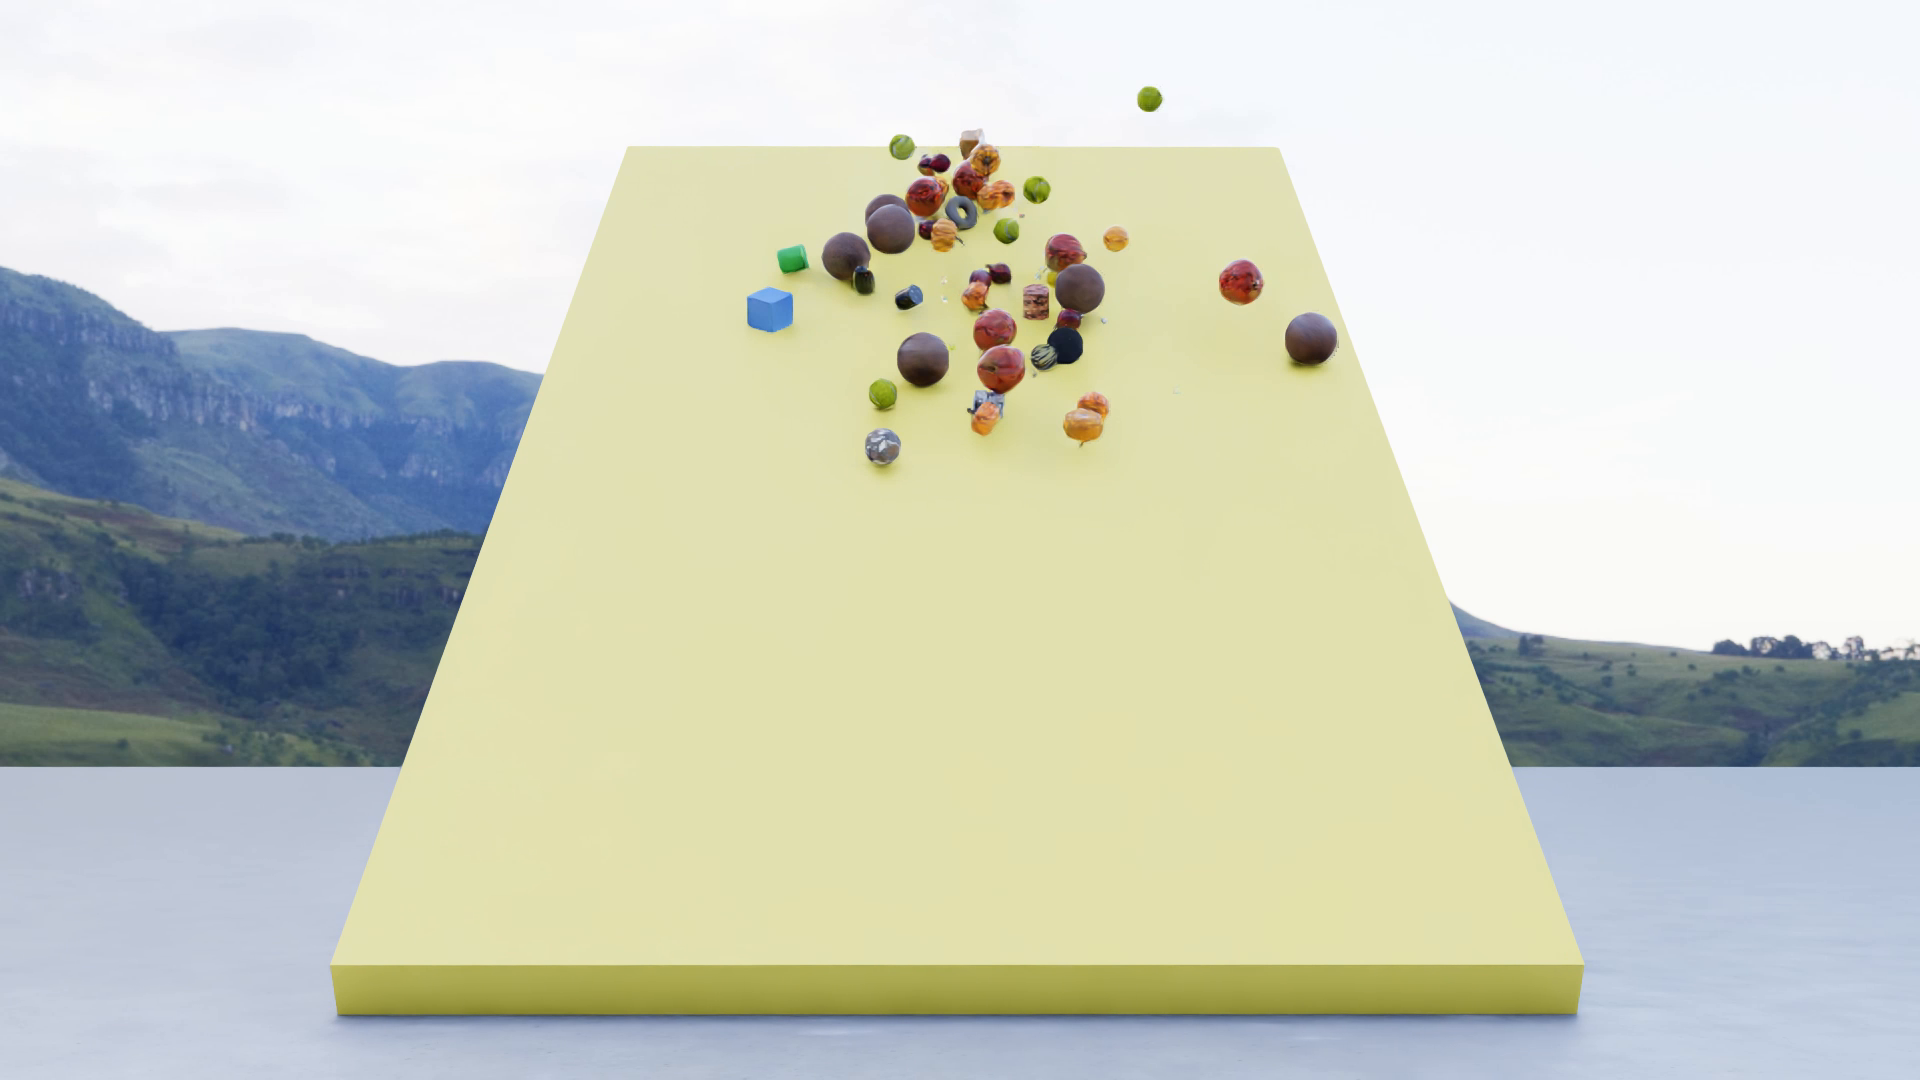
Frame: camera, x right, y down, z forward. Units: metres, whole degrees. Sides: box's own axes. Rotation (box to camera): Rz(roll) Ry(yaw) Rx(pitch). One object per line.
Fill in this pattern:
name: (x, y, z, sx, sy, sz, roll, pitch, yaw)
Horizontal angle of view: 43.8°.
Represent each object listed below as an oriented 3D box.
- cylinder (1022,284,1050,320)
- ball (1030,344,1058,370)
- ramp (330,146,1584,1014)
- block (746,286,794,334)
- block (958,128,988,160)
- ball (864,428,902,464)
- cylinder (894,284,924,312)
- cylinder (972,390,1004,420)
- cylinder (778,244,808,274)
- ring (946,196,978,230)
cylinder: (0.195, -0.611, 6.143, 0.070, 0.070, 0.070, 0, 28, 0)
ball: (0.204, -0.447, 5.840, 0.066, 0.066, 0.066, 0, -5, 0)
ramp: (-0.011, -0.222, 5.594, 2.000, 0.100, 4.000, 0, 28, 0)
block: (-0.483, -0.585, 6.078, 0.082, 0.082, 0.082, 19, 34, 32)
block: (0.038, -1.161, 7.003, 0.062, 0.062, 0.062, -1, -50, 17)
ball: (-0.174, -0.211, 5.378, 0.083, 0.083, 0.083, 0, -5, 0)
cylinder: (-0.131, -0.623, 6.150, 0.053, 0.053, 0.053, -20, -18, 41)
cylinder: (0.067, -0.316, 5.595, 0.065, 0.065, 0.065, 5, -5, 8)
cylinder: (-0.447, -0.751, 6.386, 0.066, 0.066, 0.066, -12, -7, 8)
ring: (0.005, -0.917, 6.692, 0.101, 0.101, 0.034, 3, -17, -32)
